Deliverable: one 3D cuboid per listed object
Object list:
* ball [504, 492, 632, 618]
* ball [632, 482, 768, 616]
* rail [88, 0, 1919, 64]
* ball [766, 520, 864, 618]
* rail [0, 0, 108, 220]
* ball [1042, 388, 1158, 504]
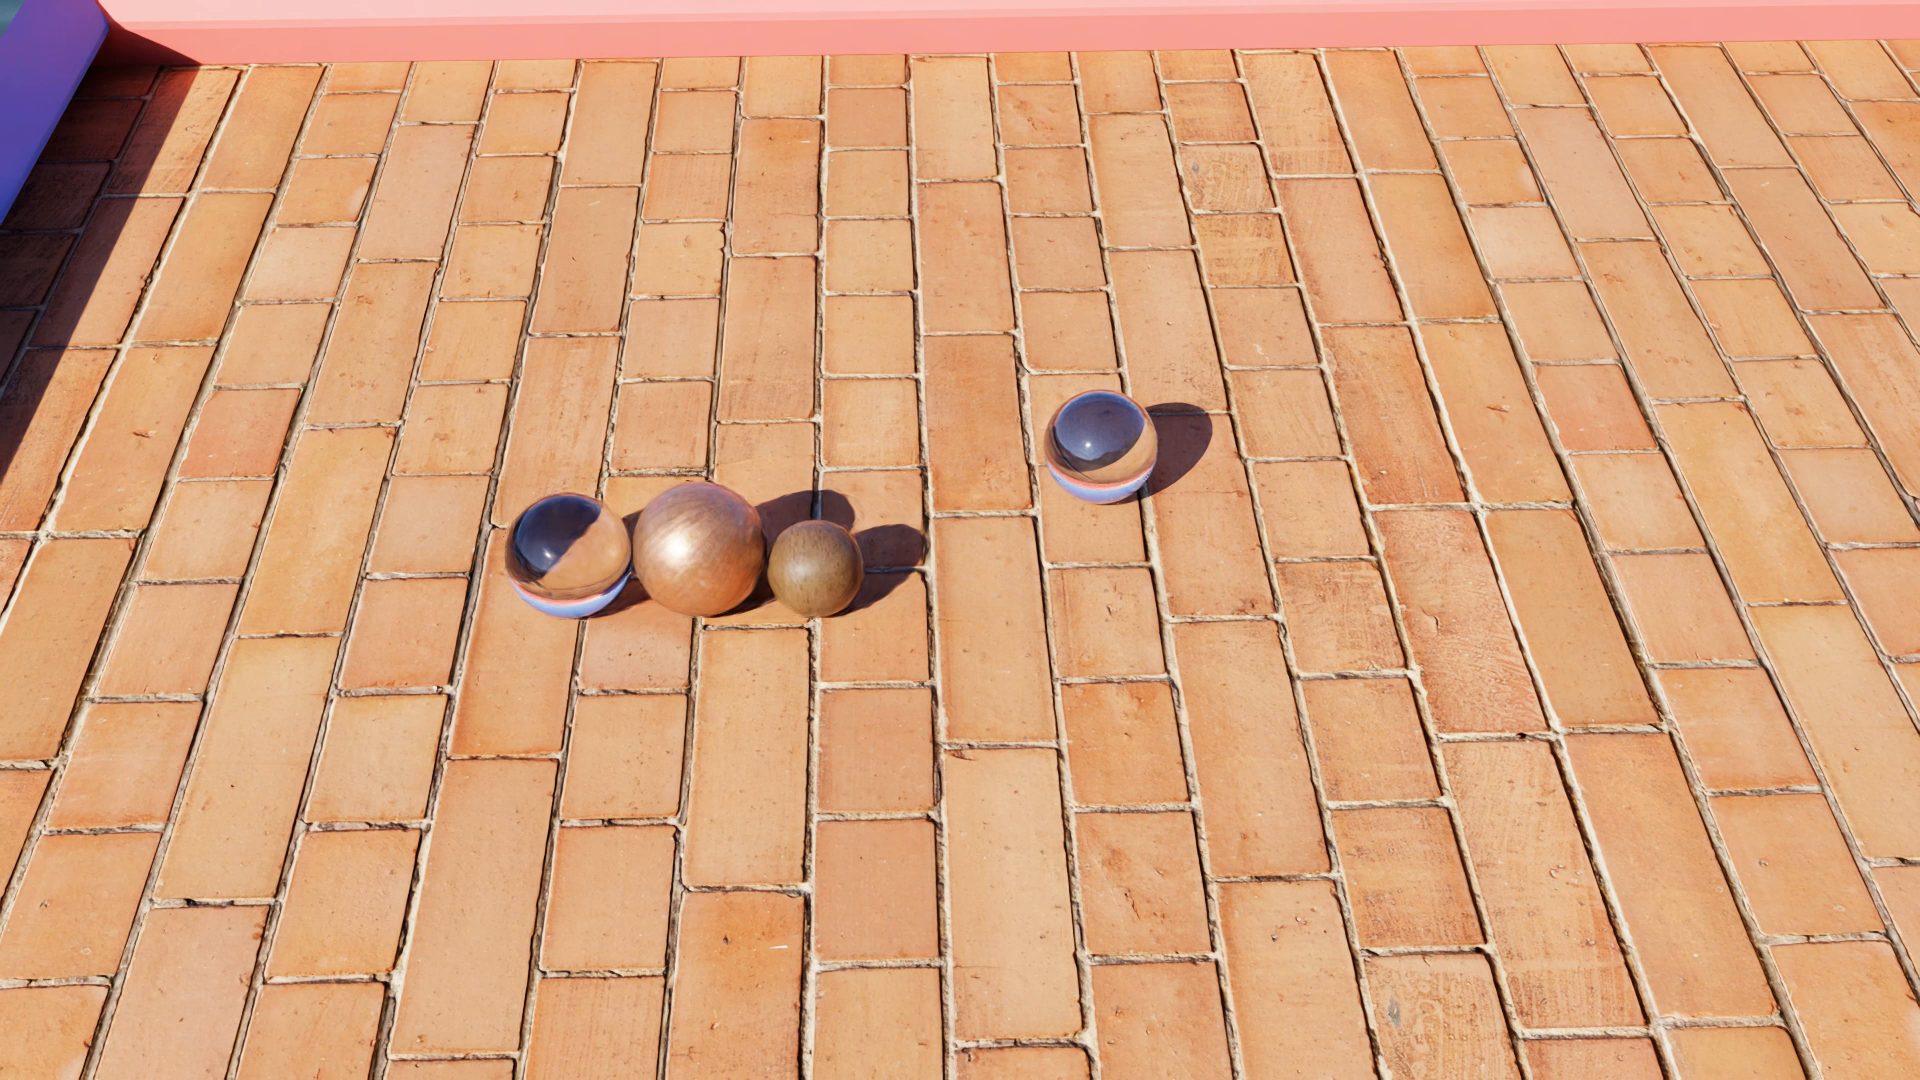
[{"bbox_3d":[-0.257,0.010,1.687,0.084,0.084,0.084,0,36,0],"label":"ball"},{"bbox_3d":[-0.171,0.006,1.688,0.089,0.089,0.089,0,36,0],"label":"ball"},{"bbox_3d":[0.759,-0.509,2.382,3.154,0.116,0.045,-1,36,-2],"label":"rail"},{"bbox_3d":[-0.095,0.019,1.691,0.065,0.065,0.065,0,36,0],"label":"ball"},{"bbox_3d":[-0.764,0.002,1.669,0.045,0.116,1.696,-1,36,-2],"label":"rail"},{"bbox_3d":[0.098,-0.065,1.795,0.081,0.081,0.081,0,36,0],"label":"ball"}]
